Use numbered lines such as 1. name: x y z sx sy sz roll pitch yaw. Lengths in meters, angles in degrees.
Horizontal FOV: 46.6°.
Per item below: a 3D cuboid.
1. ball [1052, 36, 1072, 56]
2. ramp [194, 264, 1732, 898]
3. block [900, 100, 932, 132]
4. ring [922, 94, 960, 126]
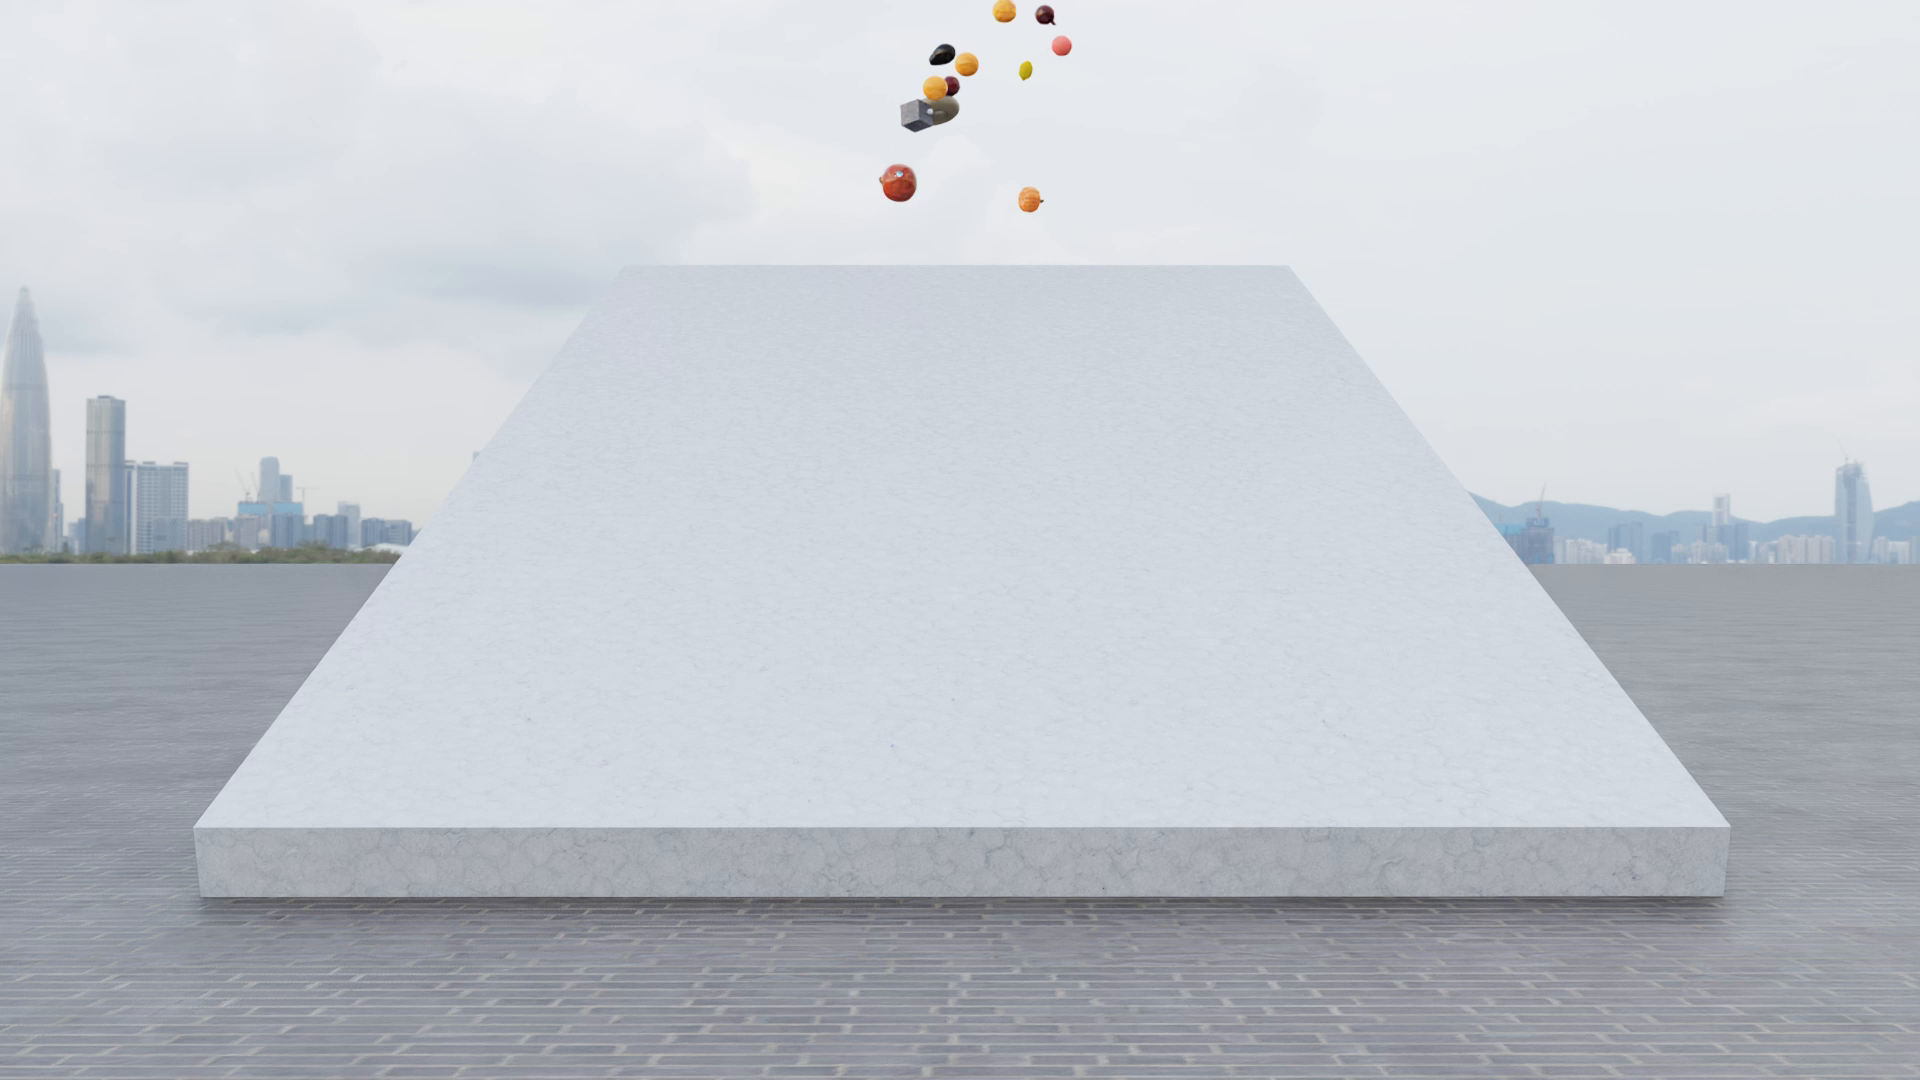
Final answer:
1. ball: 0.297 -1.444 6.512 0.060 0.060 0.060 0 0 0
2. ramp: -0.003 -0.180 4.821 2.000 0.100 4.000 0 17 0
3. block: -0.125 -1.216 6.392 0.064 0.064 0.064 -13 -17 33
4. ring: -0.071 -1.252 6.495 0.143 0.048 0.143 -11 -13 -3
